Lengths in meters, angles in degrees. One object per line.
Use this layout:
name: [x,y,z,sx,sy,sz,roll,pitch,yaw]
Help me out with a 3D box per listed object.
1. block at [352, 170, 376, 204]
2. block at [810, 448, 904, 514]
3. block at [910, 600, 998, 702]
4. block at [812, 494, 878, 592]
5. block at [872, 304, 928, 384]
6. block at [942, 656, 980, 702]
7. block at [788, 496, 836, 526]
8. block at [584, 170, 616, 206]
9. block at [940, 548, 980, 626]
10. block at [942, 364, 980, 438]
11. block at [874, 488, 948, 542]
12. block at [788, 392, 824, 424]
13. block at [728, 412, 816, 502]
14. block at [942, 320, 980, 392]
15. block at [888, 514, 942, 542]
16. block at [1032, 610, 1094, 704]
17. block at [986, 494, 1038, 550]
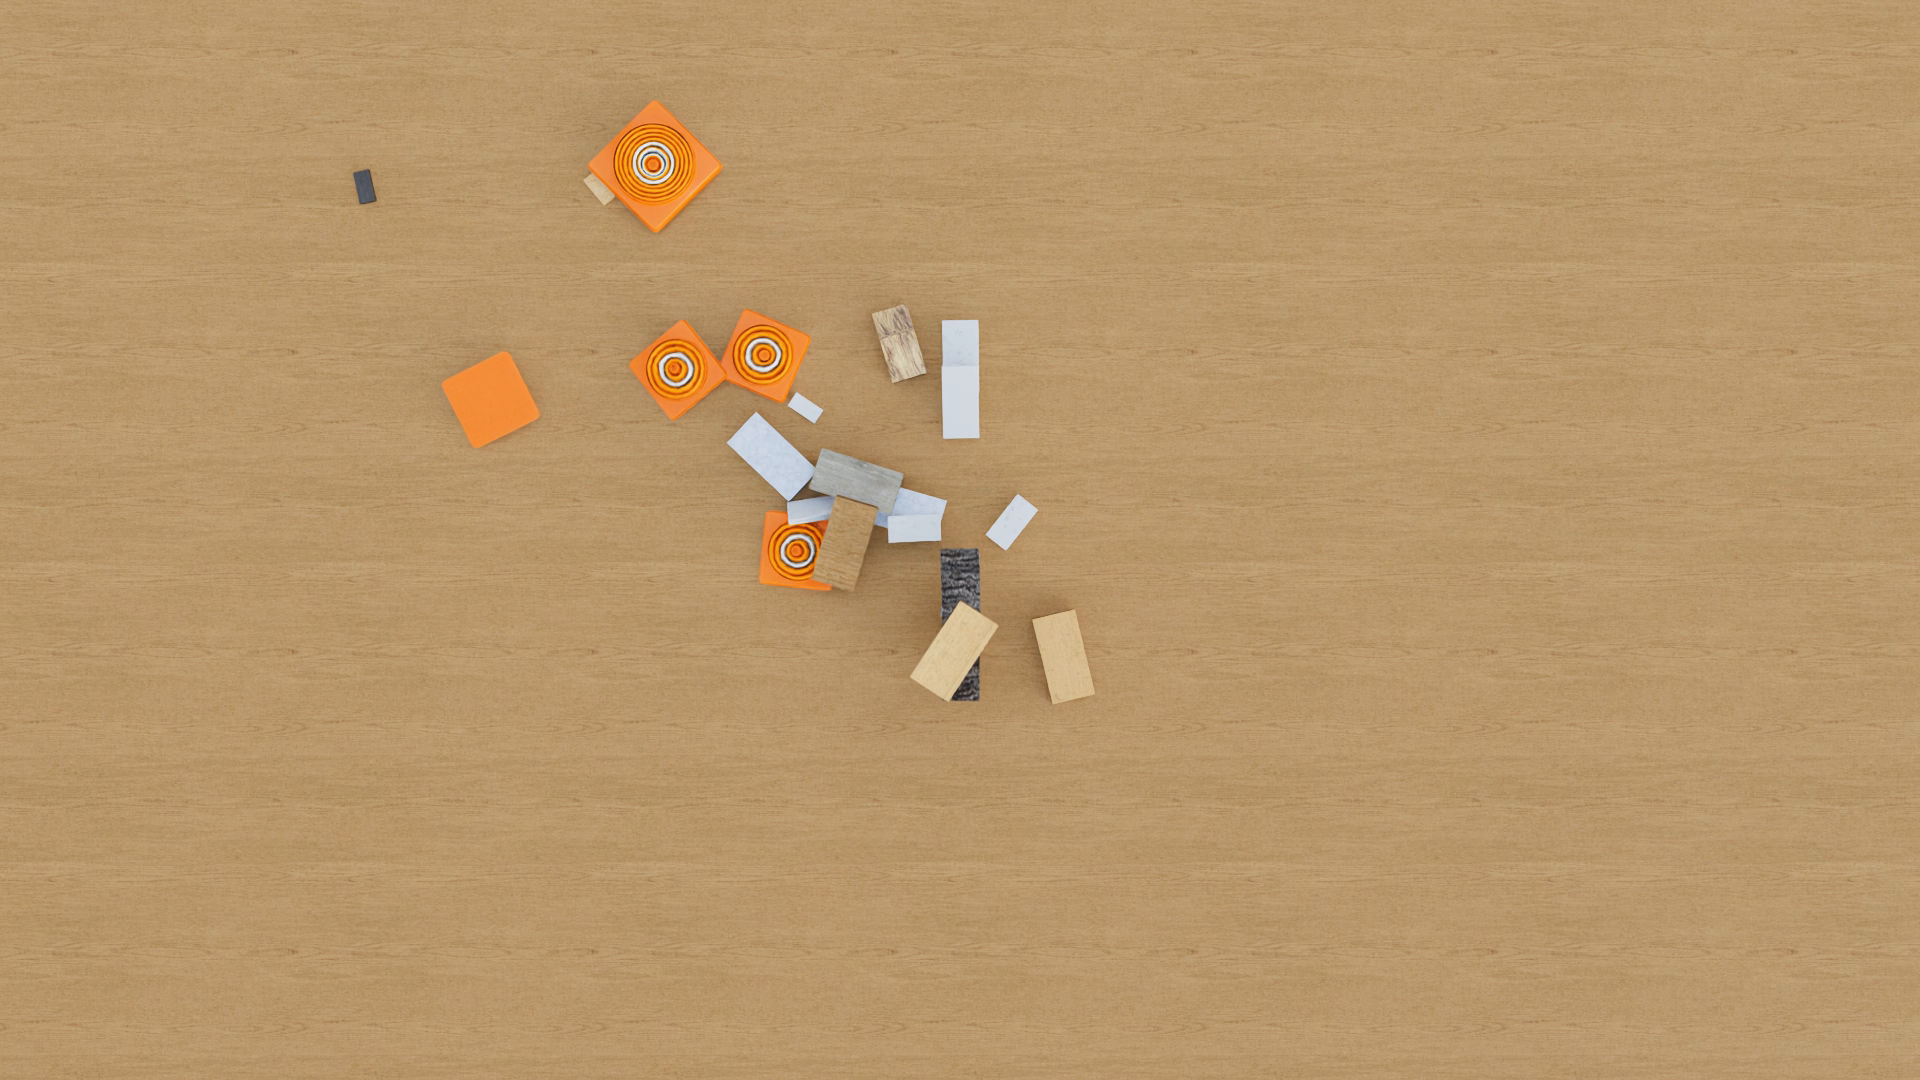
block: [-1.982,-1.175,5.492,0.053,0.015,0.106,-13,90,0]
block: [-0.341,-0.193,5.440,0.283,0.040,0.141,18,90,0]
block: [-0.018,0.349,5.203,0.144,0.041,0.289,33,92,-1]
block: [-0.378,0.010,5.418,0.144,0.041,0.289,17,100,-5]
block: [-0.201,-0.652,5.483,0.119,0.034,0.238,-17,90,0]
block: [0.003,0.393,5.247,0.118,0.033,0.236,0,90,0]
block: [-0.483,-0.100,5.460,0.173,0.024,0.086,-9,46,-1]
block: [-1.199,-1.172,5.492,0.053,0.015,0.106,-39,90,0]
block: [0.002,0.149,5.236,0.123,0.035,0.246,-2,90,0]
block: [0.002,-0.458,5.456,0.119,0.034,0.239,-1,103,0]
block: [-0.199,-0.101,5.480,0.283,0.040,0.141,16,90,0]
block: [-0.514,-0.440,5.492,0.106,0.015,0.053,34,90,0]
block: [-0.621,-0.276,5.480,0.283,0.040,0.141,43,90,0]
block: [0.003,-0.609,5.483,0.119,0.034,0.239,-1,90,0]
block: [-0.150,-0.038,5.448,0.173,0.024,0.086,-2,90,0]
block: [0.344,0.387,5.480,0.144,0.041,0.289,-14,90,0]
block: [0.172,-0.059,5.488,0.086,0.024,0.173,38,90,0]
